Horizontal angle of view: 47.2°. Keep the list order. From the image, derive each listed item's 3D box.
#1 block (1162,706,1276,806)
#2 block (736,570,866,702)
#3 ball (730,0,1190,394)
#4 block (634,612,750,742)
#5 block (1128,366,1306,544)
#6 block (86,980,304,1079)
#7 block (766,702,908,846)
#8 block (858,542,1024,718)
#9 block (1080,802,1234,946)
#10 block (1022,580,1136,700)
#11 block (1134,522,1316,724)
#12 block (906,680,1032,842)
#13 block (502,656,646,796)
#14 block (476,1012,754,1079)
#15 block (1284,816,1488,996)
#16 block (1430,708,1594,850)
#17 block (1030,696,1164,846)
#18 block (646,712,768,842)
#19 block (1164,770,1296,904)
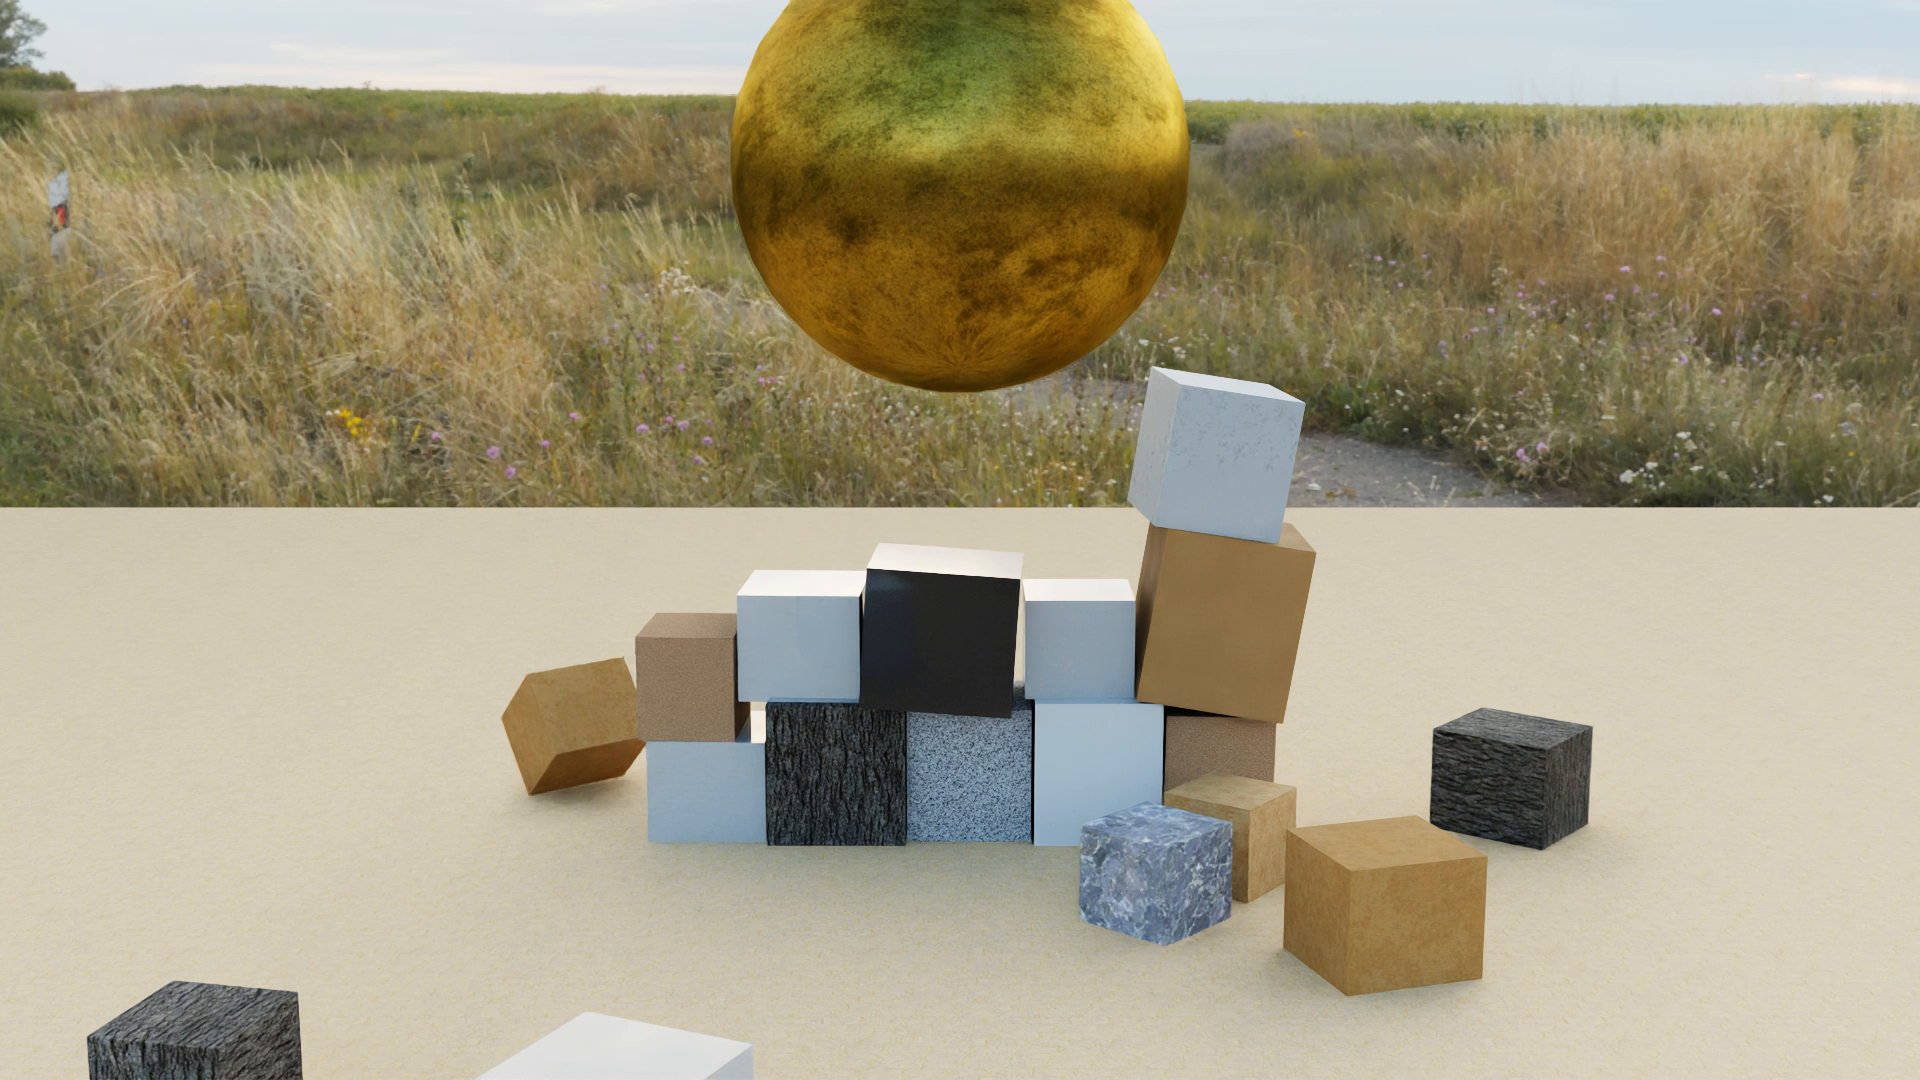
[{"bbox_3d":[1.308,1.152,11.397,0.552,0.645,0.615,1,10,0],"label":"block"},{"bbox_3d":[-0.792,0.488,11.317,0.613,0.546,0.650,0,10,3],"label":"block"},{"bbox_3d":[0.000,-1.313,7.658,1.600,1.600,1.600,0,10,0],"label":"ball"},{"bbox_3d":[-1.365,0.699,11.312,0.491,0.535,0.587,0,10,3],"label":"block"},{"bbox_3d":[1.280,-0.438,11.103,0.632,0.707,0.725,8,10,-8],"label":"block"},{"bbox_3d":[-2.687,1.900,7.766,0.501,0.482,0.527,2,11,13],"label":"block"},{"bbox_3d":[-0.620,1.121,11.380,0.697,0.723,0.735,0,10,0],"label":"block"},{"bbox_3d":[-0.086,0.448,11.148,0.755,0.706,0.699,4,10,2],"label":"block"},{"bbox_3d":[0.891,1.509,10.007,0.494,0.451,0.493,9,14,41],"label":"block"},{"bbox_3d":[0.602,0.502,11.278,0.549,0.506,0.547,0,10,0],"label":"block"},{"bbox_3d":[1.313,0.356,11.260,0.741,0.880,0.825,9,10,-2],"label":"block"},{"bbox_3d":[0.047,1.136,11.395,0.627,0.687,0.617,0,10,0],"label":"block"},{"bbox_3d":[-2.091,1.014,11.989,0.570,0.485,0.511,-9,-26,-34],"label":"block"},{"bbox_3d":[-1.118,1.970,7.084,0.655,0.589,0.681,5,11,25],"label":"block"},{"bbox_3d":[1.820,1.561,9.462,0.639,0.543,0.596,-3,11,-18],"label":"block"},{"bbox_3d":[2.850,1.223,11.373,0.618,0.524,0.569,8,13,38],"label":"block"},{"bbox_3d":[0.695,1.117,11.364,0.641,0.736,0.694,0,10,0],"label":"block"},{"bbox_3d":[-1.280,1.220,11.401,0.597,0.521,0.621,0,10,0],"label":"block"},{"bbox_3d":[1.291,1.414,10.521,0.464,0.453,0.456,8,13,36],"label":"block"}]
